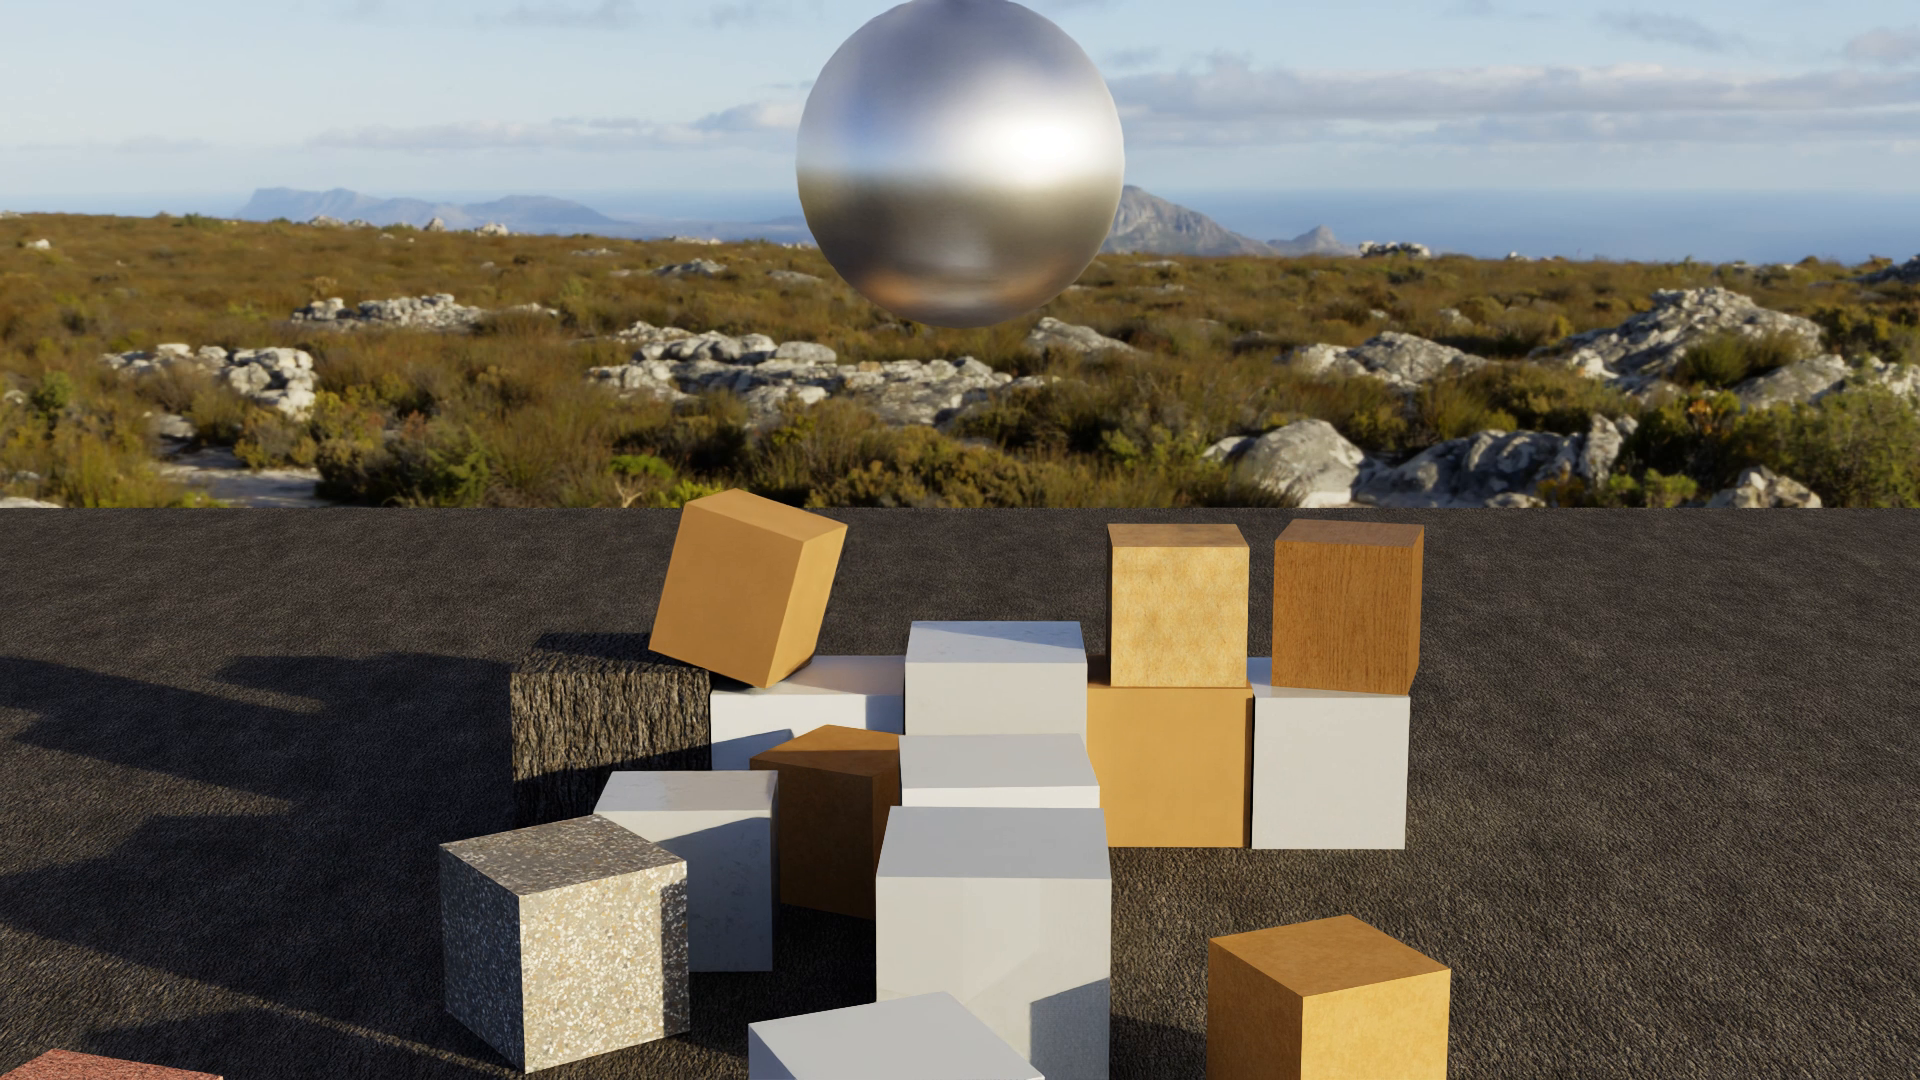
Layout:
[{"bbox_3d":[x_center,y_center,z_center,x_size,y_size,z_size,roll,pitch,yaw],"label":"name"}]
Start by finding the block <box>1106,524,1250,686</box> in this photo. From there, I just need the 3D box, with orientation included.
[{"bbox_3d":[1.097,0.323,11.233,0.672,0.707,0.670,0,10,1],"label":"block"}]

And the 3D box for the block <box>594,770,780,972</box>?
[{"bbox_3d":[-1.181,1.442,9.635,0.743,0.716,0.599,0,10,-1],"label":"block"}]

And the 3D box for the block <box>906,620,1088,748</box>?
[{"bbox_3d":[0.183,1.002,11.297,0.889,0.987,0.947,0,10,1],"label":"block"}]

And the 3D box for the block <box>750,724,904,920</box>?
[{"bbox_3d":[-0.524,1.319,10.419,0.661,0.676,0.689,5,12,27],"label":"block"}]

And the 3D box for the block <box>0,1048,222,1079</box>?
[{"bbox_3d":[-2.726,2.020,6.729,0.651,0.618,0.676,4,11,19],"label":"block"}]

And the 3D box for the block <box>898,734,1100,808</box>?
[{"bbox_3d":[0.150,1.377,9.543,0.814,0.876,0.824,0,10,-3],"label":"block"}]

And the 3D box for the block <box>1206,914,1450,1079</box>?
[{"bbox_3d":[1.327,1.794,7.995,0.620,0.610,0.619,-5,11,-24],"label":"block"}]

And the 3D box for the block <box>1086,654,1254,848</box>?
[{"bbox_3d":[1.046,1.075,11.364,0.825,0.819,0.750,0,10,0],"label":"block"}]

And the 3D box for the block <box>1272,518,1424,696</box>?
[{"bbox_3d":[1.995,0.331,11.286,0.677,0.750,0.671,3,11,16],"label":"block"}]

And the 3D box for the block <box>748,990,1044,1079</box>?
[{"bbox_3d":[-0.209,1.935,6.819,0.683,0.754,0.734,-4,11,-23],"label":"block"}]

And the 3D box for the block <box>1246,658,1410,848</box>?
[{"bbox_3d":[1.849,1.089,11.393,0.765,0.781,0.865,0,10,0],"label":"block"}]

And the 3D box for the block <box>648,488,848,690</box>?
[{"bbox_3d":[-1.070,0.234,11.199,0.640,0.770,0.717,18,11,12],"label":"block"}]

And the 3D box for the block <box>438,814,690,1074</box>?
[{"bbox_3d":[-1.590,1.594,8.824,0.710,0.707,0.763,-7,13,-35],"label":"block"}]

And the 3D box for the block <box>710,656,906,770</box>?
[{"bbox_3d":[-0.762,1.083,11.392,0.954,0.794,0.850,0,10,0],"label":"block"}]

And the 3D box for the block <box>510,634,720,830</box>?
[{"bbox_3d":[-1.737,1.026,11.379,0.973,0.911,0.899,0,10,0],"label":"block"}]

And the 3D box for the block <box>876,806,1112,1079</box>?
[{"bbox_3d":[0.136,1.574,8.544,0.861,0.846,0.869,0,10,2],"label":"block"}]

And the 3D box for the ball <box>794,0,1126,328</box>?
[{"bbox_3d":[0.000,-1.829,10.658,1.600,1.600,1.600,0,10,0],"label":"ball"}]
